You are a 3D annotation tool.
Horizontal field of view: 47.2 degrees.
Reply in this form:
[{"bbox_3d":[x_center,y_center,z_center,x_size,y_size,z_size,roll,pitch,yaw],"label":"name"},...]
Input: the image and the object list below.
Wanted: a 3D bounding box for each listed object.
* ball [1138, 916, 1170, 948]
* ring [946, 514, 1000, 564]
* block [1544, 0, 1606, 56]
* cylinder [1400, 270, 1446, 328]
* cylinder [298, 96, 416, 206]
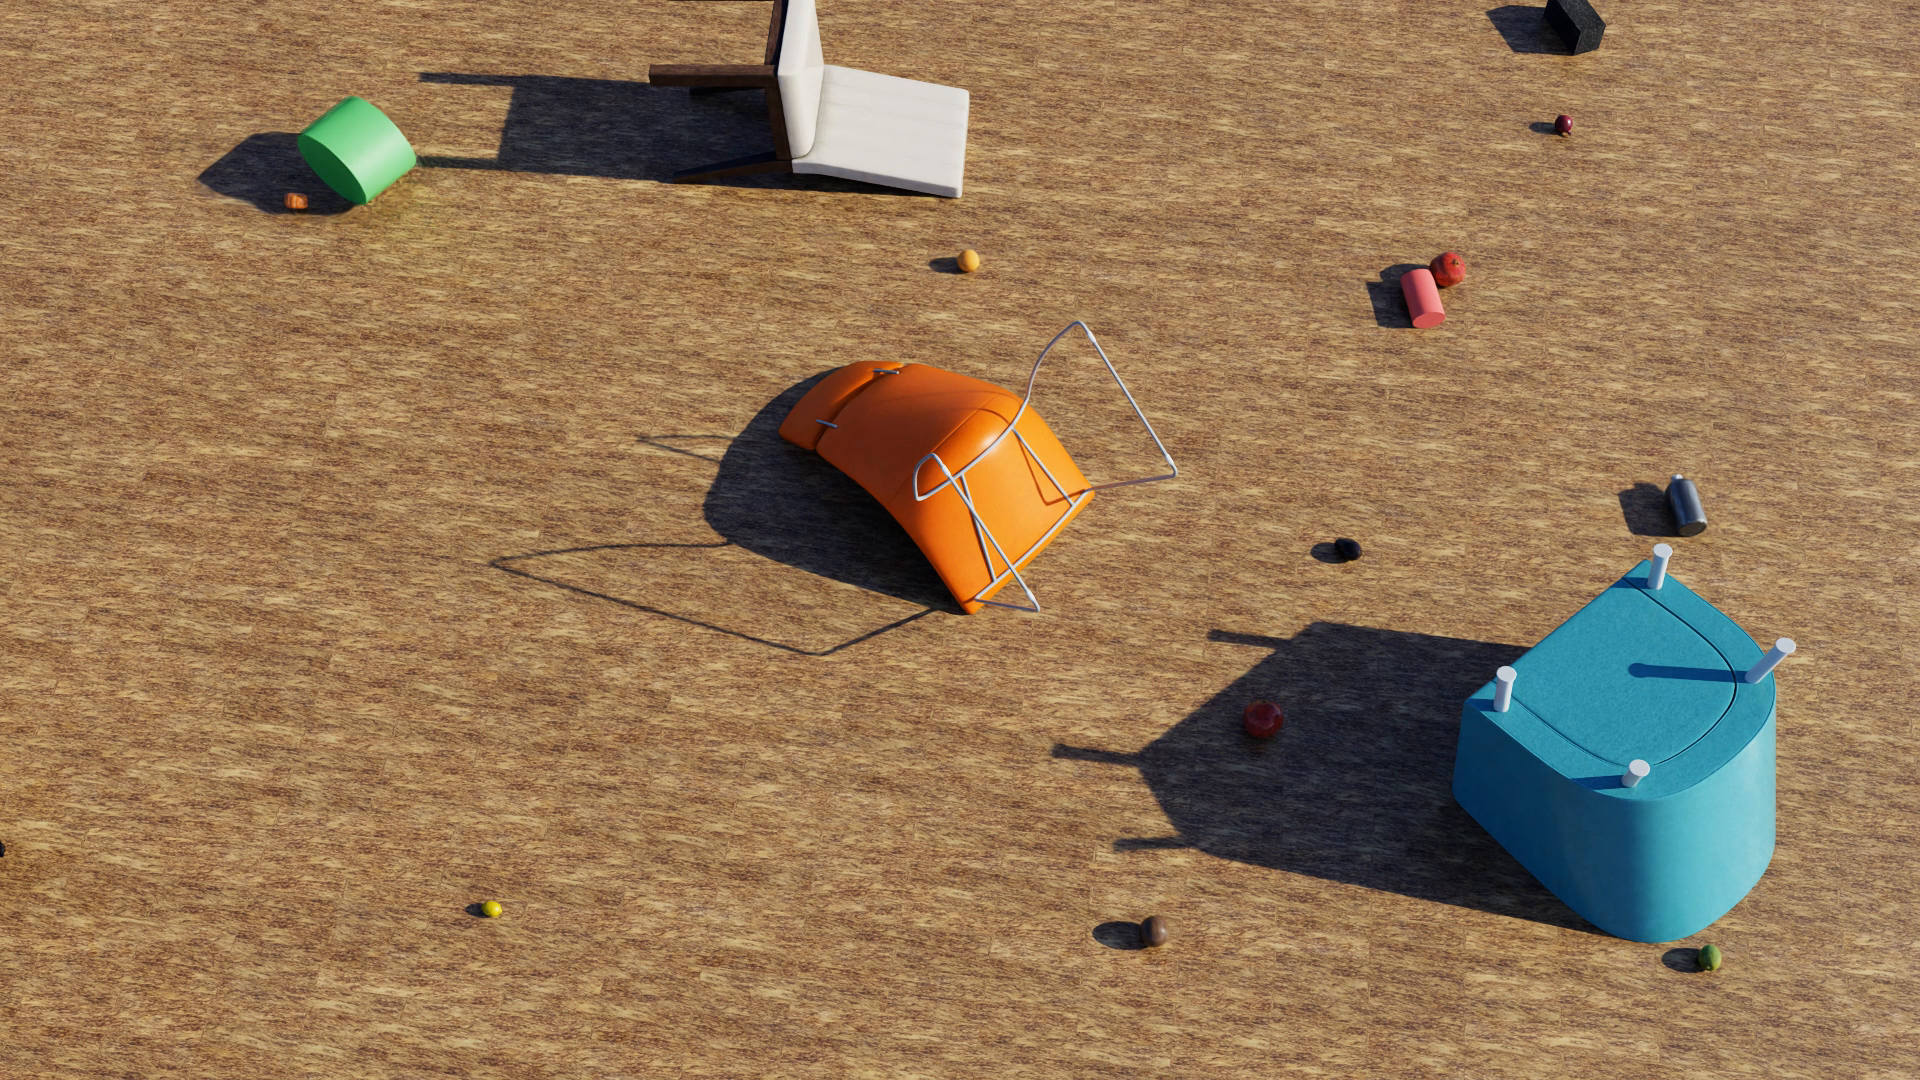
[{"bbox_3d":[0.515,1.038,5.828,0.083,0.083,0.083,0,56,0],"label":"ball"},{"bbox_3d":[0.036,-0.003,6.539,0.162,0.063,0.160,-20,58,-12],"label":"ring"},{"bbox_3d":[2.160,-1.828,7.733,0.100,0.113,0.218,-17,58,-11],"label":"block"},{"bbox_3d":[1.482,-0.774,7.046,0.104,0.077,0.180,-10,56,4],"label":"cylinder"},{"bbox_3d":[-1.999,-1.289,7.291,0.318,0.243,0.222,38,64,12],"label":"cylinder"}]
